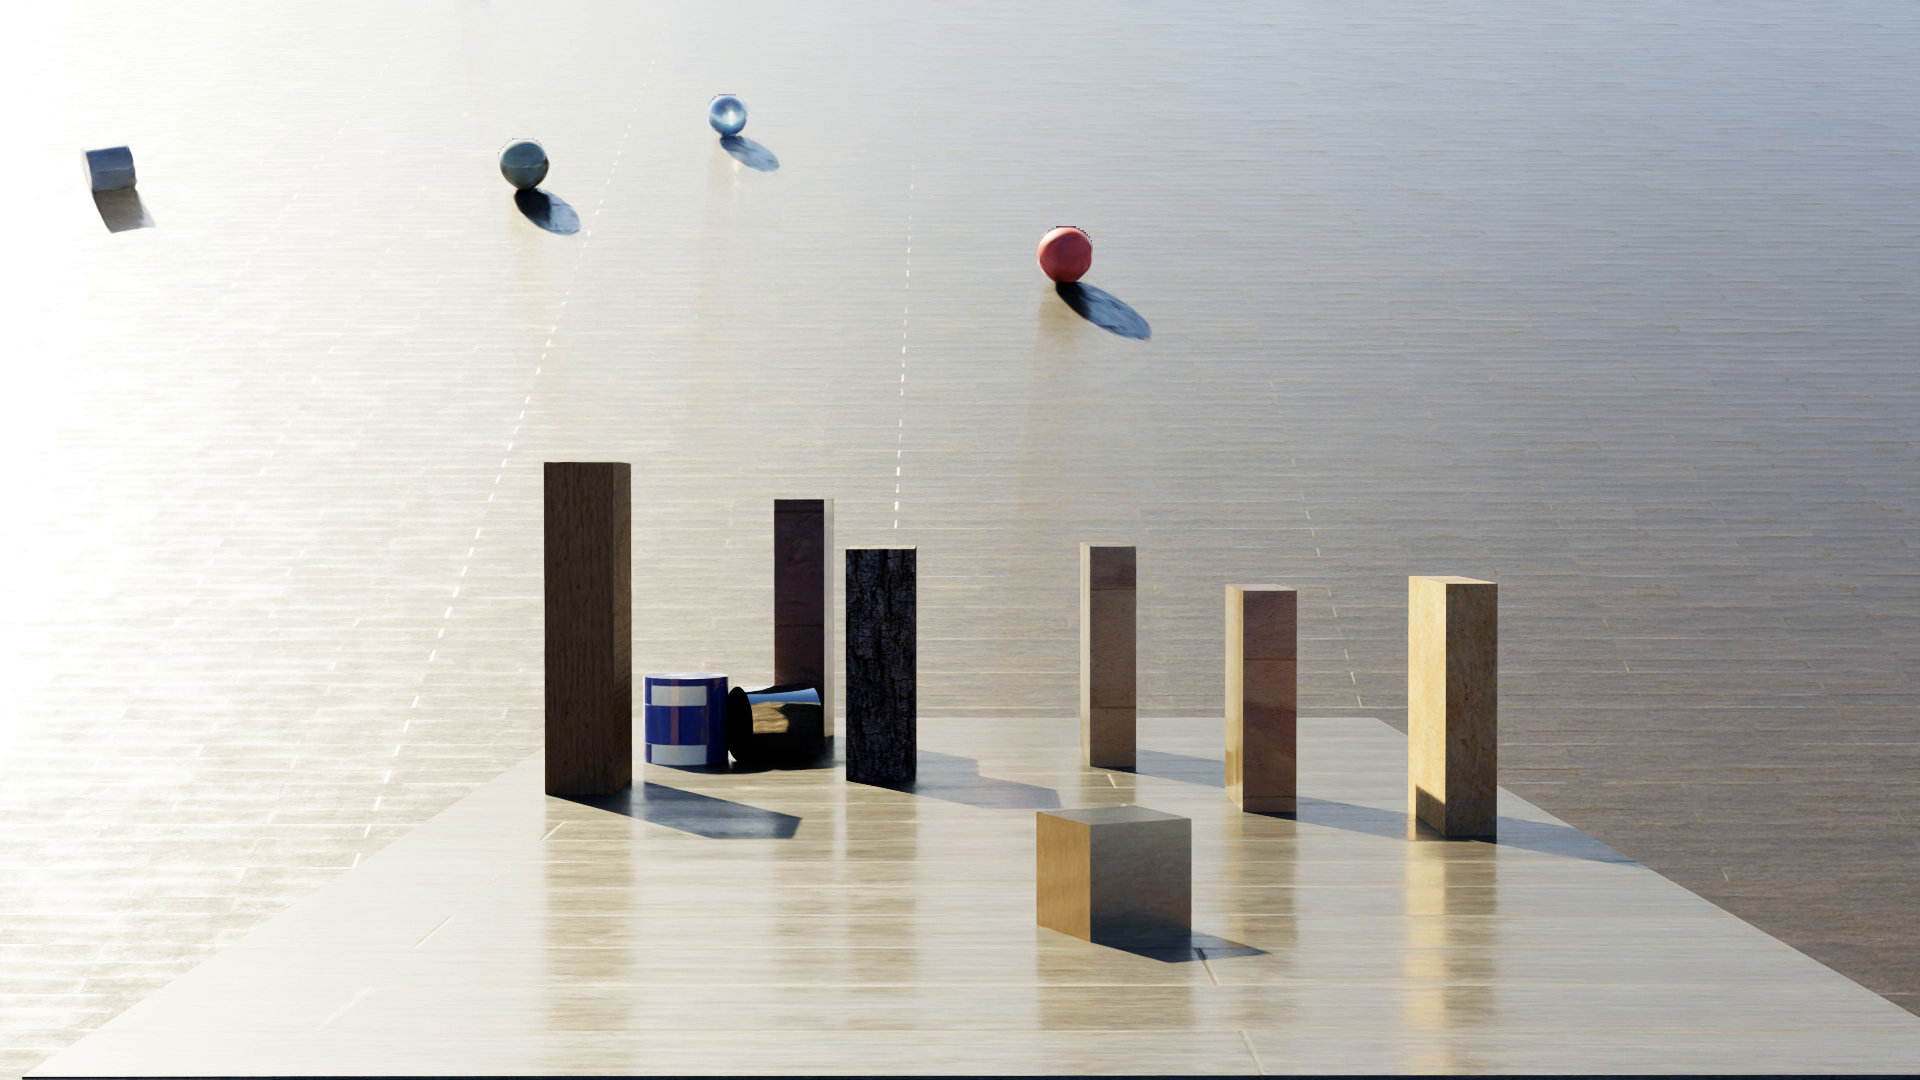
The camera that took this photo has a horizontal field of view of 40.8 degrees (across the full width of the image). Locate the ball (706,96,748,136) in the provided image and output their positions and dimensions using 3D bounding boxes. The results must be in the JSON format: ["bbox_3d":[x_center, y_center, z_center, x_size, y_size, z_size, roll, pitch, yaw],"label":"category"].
[{"bbox_3d":[-1.006,-1.832,11.147,0.175,0.175,0.175,0,27,0],"label":"ball"}]

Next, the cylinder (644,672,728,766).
[{"bbox_3d":[-0.589,0.383,5.553,0.183,0.183,0.183,0,1,0],"label":"cylinder"}]

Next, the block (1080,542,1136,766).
[{"bbox_3d":[0.322,0.241,5.639,0.098,0.463,0.419,0,1,0],"label":"block"}]

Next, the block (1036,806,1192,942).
[{"bbox_3d":[0.204,0.442,3.435,0.152,0.152,0.152,-1,1,-25],"label":"block"}]

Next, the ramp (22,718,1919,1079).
[{"bbox_3d":[0.060,0.544,4.580,2.000,0.100,4.000,0,1,0],"label":"ramp"}]

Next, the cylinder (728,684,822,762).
[{"bbox_3d":[-0.403,0.394,5.569,0.162,0.162,0.162,-1,24,-28],"label":"cylinder"}]

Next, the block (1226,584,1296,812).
[{"bbox_3d":[0.560,0.289,4.817,0.098,0.401,0.300,0,1,0],"label":"block"}]

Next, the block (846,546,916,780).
[{"bbox_3d":[-0.160,0.247,5.318,0.138,0.465,0.300,0,1,0],"label":"block"}]

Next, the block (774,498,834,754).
[{"bbox_3d":[-0.354,0.187,5.897,0.110,0.562,0.445,0,1,0],"label":"block"}]

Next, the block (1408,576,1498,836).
[{"bbox_3d":[0.861,0.282,4.524,0.088,0.426,0.353,0,1,0],"label":"block"}]

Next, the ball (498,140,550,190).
[{"bbox_3d":[-1.777,-1.531,10.515,0.203,0.203,0.203,0,27,0],"label":"ball"}]

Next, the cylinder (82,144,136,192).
[{"bbox_3d":[-3.465,-1.514,10.508,0.177,0.177,0.177,-13,29,-25],"label":"cylinder"}]

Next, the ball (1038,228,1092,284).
[{"bbox_3d":[0.389,-1.054,9.561,0.205,0.205,0.205,0,27,0],"label":"ball"}]

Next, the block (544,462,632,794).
[{"bbox_3d":[-0.729,0.166,5.071,0.133,0.637,0.272,0,1,0],"label":"block"}]
